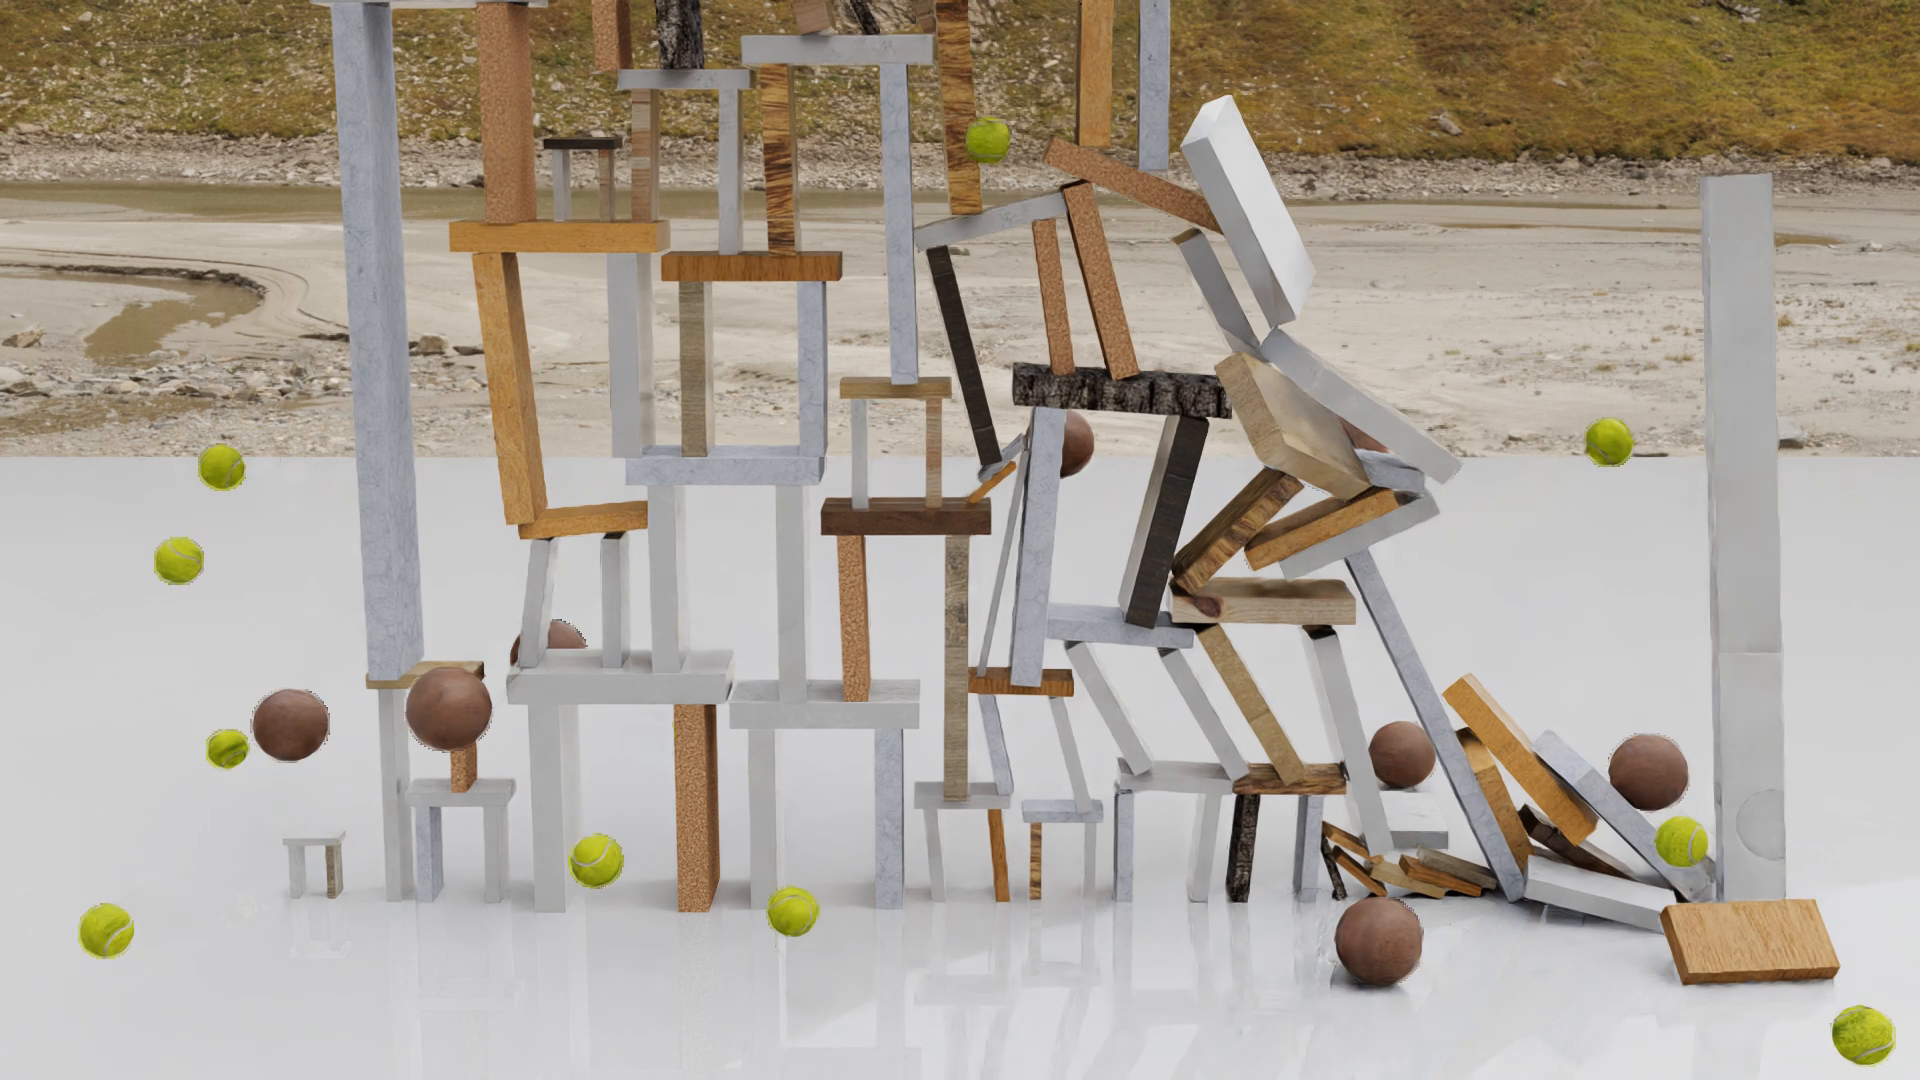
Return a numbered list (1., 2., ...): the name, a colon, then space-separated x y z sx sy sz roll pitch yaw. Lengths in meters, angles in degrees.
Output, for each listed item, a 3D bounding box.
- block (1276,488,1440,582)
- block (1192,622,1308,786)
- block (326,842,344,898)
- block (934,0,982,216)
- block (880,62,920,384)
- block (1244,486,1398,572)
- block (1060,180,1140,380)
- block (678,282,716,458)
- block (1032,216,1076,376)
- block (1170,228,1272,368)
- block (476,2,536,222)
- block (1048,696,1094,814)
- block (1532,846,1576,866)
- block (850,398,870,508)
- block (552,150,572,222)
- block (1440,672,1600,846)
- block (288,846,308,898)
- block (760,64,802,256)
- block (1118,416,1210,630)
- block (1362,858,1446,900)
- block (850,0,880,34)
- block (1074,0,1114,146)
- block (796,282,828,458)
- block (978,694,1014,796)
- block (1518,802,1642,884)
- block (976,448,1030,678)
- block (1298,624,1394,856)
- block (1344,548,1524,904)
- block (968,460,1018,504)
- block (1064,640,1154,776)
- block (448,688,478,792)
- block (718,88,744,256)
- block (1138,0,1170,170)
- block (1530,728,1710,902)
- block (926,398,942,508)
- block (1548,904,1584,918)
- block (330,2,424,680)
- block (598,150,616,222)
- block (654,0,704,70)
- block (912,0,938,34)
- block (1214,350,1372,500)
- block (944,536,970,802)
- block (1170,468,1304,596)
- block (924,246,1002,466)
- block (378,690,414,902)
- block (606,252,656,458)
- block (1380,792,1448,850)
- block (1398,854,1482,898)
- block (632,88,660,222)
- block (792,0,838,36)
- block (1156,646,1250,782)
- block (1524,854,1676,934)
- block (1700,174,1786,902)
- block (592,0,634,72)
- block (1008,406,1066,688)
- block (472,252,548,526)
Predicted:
1. block: 0.632 -0.015 3.535 0.262 0.037 0.131 -25 9 6
2. block: 0.470 0.250 3.592 0.041 0.291 0.145 -30 10 6
3. block: -1.041 0.545 3.659 0.013 0.092 0.046 0 11 0
4. block: -0.006 -0.715 3.422 0.047 0.407 0.167 -4 11 -1
5. block: -0.095 -0.499 3.468 0.041 0.492 0.145 -2 11 0
6. block: 0.576 -0.028 3.535 0.249 0.035 0.125 -24 9 9
7. block: 0.219 -0.413 3.471 0.043 0.305 0.153 -15 11 3
8. block: -0.418 -0.278 3.503 0.039 0.275 0.138 0 11 -1
9. block: 0.147 -0.388 3.479 0.034 0.240 0.120 -8 11 2
10. block: 0.438 -0.326 3.486 0.043 0.351 0.153 -28 10 6
11. block: -0.707 -0.666 3.435 0.047 0.330 0.165 0 11 0
12. block: 0.181 0.343 3.620 0.024 0.200 0.086 -14 11 3
13. block: 1.025 0.545 3.811 0.116 0.016 0.058 10 -6 42
14. block: -0.160 -0.144 3.533 0.025 0.176 0.088 0 11 0
15. block: -0.627 -0.560 3.463 0.016 0.112 0.056 1 13 2
16. block: 0.938 0.363 3.679 0.046 0.324 0.162 -43 -12 13
17. block: -1.102 0.545 3.659 0.013 0.092 0.046 0 11 0
18. block: -0.280 -0.596 3.447 0.041 0.291 0.145 -2 11 0
19. block: 0.326 -0.042 3.551 0.048 0.341 0.171 14 11 -2
20. block: 0.741 0.562 3.667 0.128 0.018 0.064 17 10 -3
21. block: -0.166 -0.848 3.401 0.020 0.143 0.072 -27 10 5
22. block: 0.208 -0.780 3.408 0.047 0.333 0.167 1 11 0
23. block: -0.234 -0.279 3.505 0.039 0.275 0.138 0 11 0
24. block: 0.059 0.326 3.618 0.024 0.171 0.086 -11 11 3
25. block: 1.035 0.520 3.677 0.209 0.030 0.104 31 10 -4
26. block: 0.069 0.036 3.556 0.013 0.375 0.047 11 11 -2
27. block: 0.635 0.319 3.629 0.041 0.382 0.145 -17 12 1
28. block: 0.779 0.288 3.636 0.037 0.659 0.131 -26 9 6
29. block: 0.052 -0.094 3.538 0.094 0.013 0.047 -40 4 5
30. block: 0.243 0.263 3.611 0.034 0.239 0.120 -29 9 6
31. block: -0.817 0.319 3.616 0.025 0.174 0.087 1 11 0
32. block: -0.359 -0.577 3.449 0.029 0.254 0.102 1 11 -1
33. block: 0.301 -0.736 3.419 0.045 0.318 0.159 0 9 4
34. block: 1.091 0.454 3.641 0.328 0.045 0.159 42 6 -21
35. block: -0.042 -0.145 3.532 0.025 0.176 0.088 0 11 0
36. block: 1.000 0.581 3.614 0.058 0.016 0.116 13 20 16
37. block: -0.923 -0.309 3.499 0.047 1.054 0.165 0 11 1
38. block: -0.554 -0.558 3.453 0.016 0.112 0.056 1 13 0
39. block: -0.441 -0.925 3.387 0.049 0.393 0.172 -3 11 1
40. block: -0.068 -0.852 3.402 0.020 0.143 0.072 -19 10 2
41. block: 0.500 -0.167 3.277 0.046 0.162 0.338 -33 -24 23
42. block: -0.006 0.196 3.592 0.038 0.438 0.135 1 11 0
43. block: 0.442 -0.023 3.539 0.035 0.249 0.125 44 8 -10
44. block: 0.003 -0.297 3.496 0.034 0.349 0.120 -15 11 -1
45. block: -0.933 0.411 3.638 0.025 0.363 0.087 0 11 0
46. block: -0.522 -0.300 3.500 0.045 0.320 0.160 0 11 1
47. block: 0.815 0.510 4.009 0.118 0.033 0.236 1 11 5
48. block: 0.802 0.561 3.673 0.128 0.018 0.064 17 9 -6
49. block: -0.492 -0.602 3.445 0.029 0.203 0.102 2 11 0
50. block: -0.260 -0.950 3.382 0.049 0.344 0.172 -14 10 3
51. block: 0.398 0.273 3.611 0.034 0.239 0.120 -30 9 6
52. block: 1.034 0.573 3.554 0.236 0.033 0.118 13 13 12
53. block: 1.268 0.008 3.555 0.104 1.183 0.030 -4 6 -3
54. block: -0.544 -0.929 3.381 0.037 0.406 0.131 -2 11 1
55. block: 0.124 -0.003 3.558 0.048 0.449 0.171 5 11 -1
56. block: -0.718 -0.249 3.515 0.045 0.426 0.160 -5 11 -2
